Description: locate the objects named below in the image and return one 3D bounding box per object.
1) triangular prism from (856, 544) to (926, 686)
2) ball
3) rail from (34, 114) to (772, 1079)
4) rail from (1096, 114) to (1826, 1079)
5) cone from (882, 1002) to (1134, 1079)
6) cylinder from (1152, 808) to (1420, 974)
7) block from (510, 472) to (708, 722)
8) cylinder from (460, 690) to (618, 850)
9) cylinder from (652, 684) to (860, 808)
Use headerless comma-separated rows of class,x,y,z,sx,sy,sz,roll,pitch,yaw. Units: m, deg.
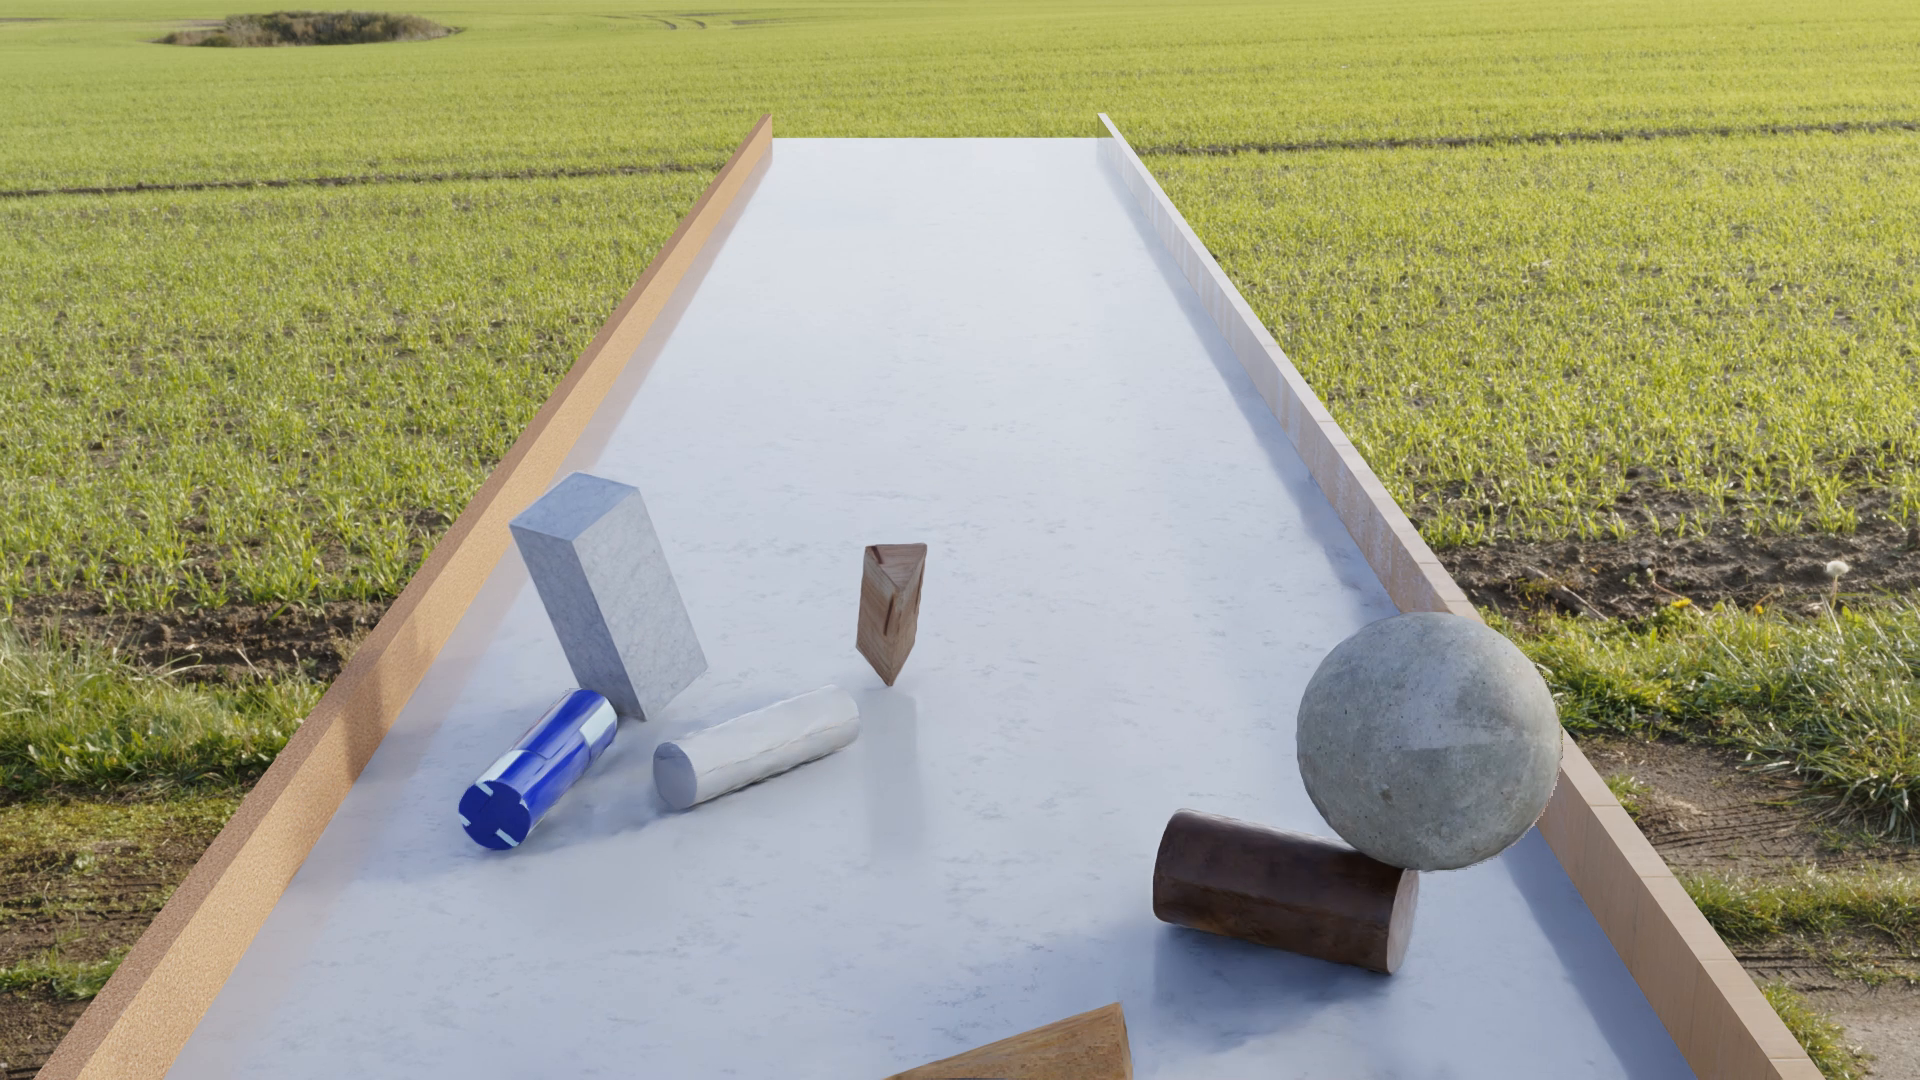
triangular prism,-0.116,0.126,4.185,0.100,0.329,0.115,-29,62,-25
ball,0.648,0.279,3.051,0.360,0.360,0.360,0,17,0
rail,-1.118,-0.838,7.780,0.050,0.150,12.000,0,17,-1
rail,0.932,-0.844,7.801,0.050,0.150,12.000,0,17,-1
cone,0.022,0.684,2.802,0.384,0.142,0.142,-9,16,7
cylinder,0.474,0.508,3.200,0.349,0.171,0.171,9,19,24
block,-0.646,0.106,4.077,0.173,0.418,0.173,13,43,38
cylinder,-0.708,0.383,3.728,0.121,0.121,0.425,3,17,10
cylinder,-0.350,0.356,3.825,0.116,0.116,0.380,15,22,41
